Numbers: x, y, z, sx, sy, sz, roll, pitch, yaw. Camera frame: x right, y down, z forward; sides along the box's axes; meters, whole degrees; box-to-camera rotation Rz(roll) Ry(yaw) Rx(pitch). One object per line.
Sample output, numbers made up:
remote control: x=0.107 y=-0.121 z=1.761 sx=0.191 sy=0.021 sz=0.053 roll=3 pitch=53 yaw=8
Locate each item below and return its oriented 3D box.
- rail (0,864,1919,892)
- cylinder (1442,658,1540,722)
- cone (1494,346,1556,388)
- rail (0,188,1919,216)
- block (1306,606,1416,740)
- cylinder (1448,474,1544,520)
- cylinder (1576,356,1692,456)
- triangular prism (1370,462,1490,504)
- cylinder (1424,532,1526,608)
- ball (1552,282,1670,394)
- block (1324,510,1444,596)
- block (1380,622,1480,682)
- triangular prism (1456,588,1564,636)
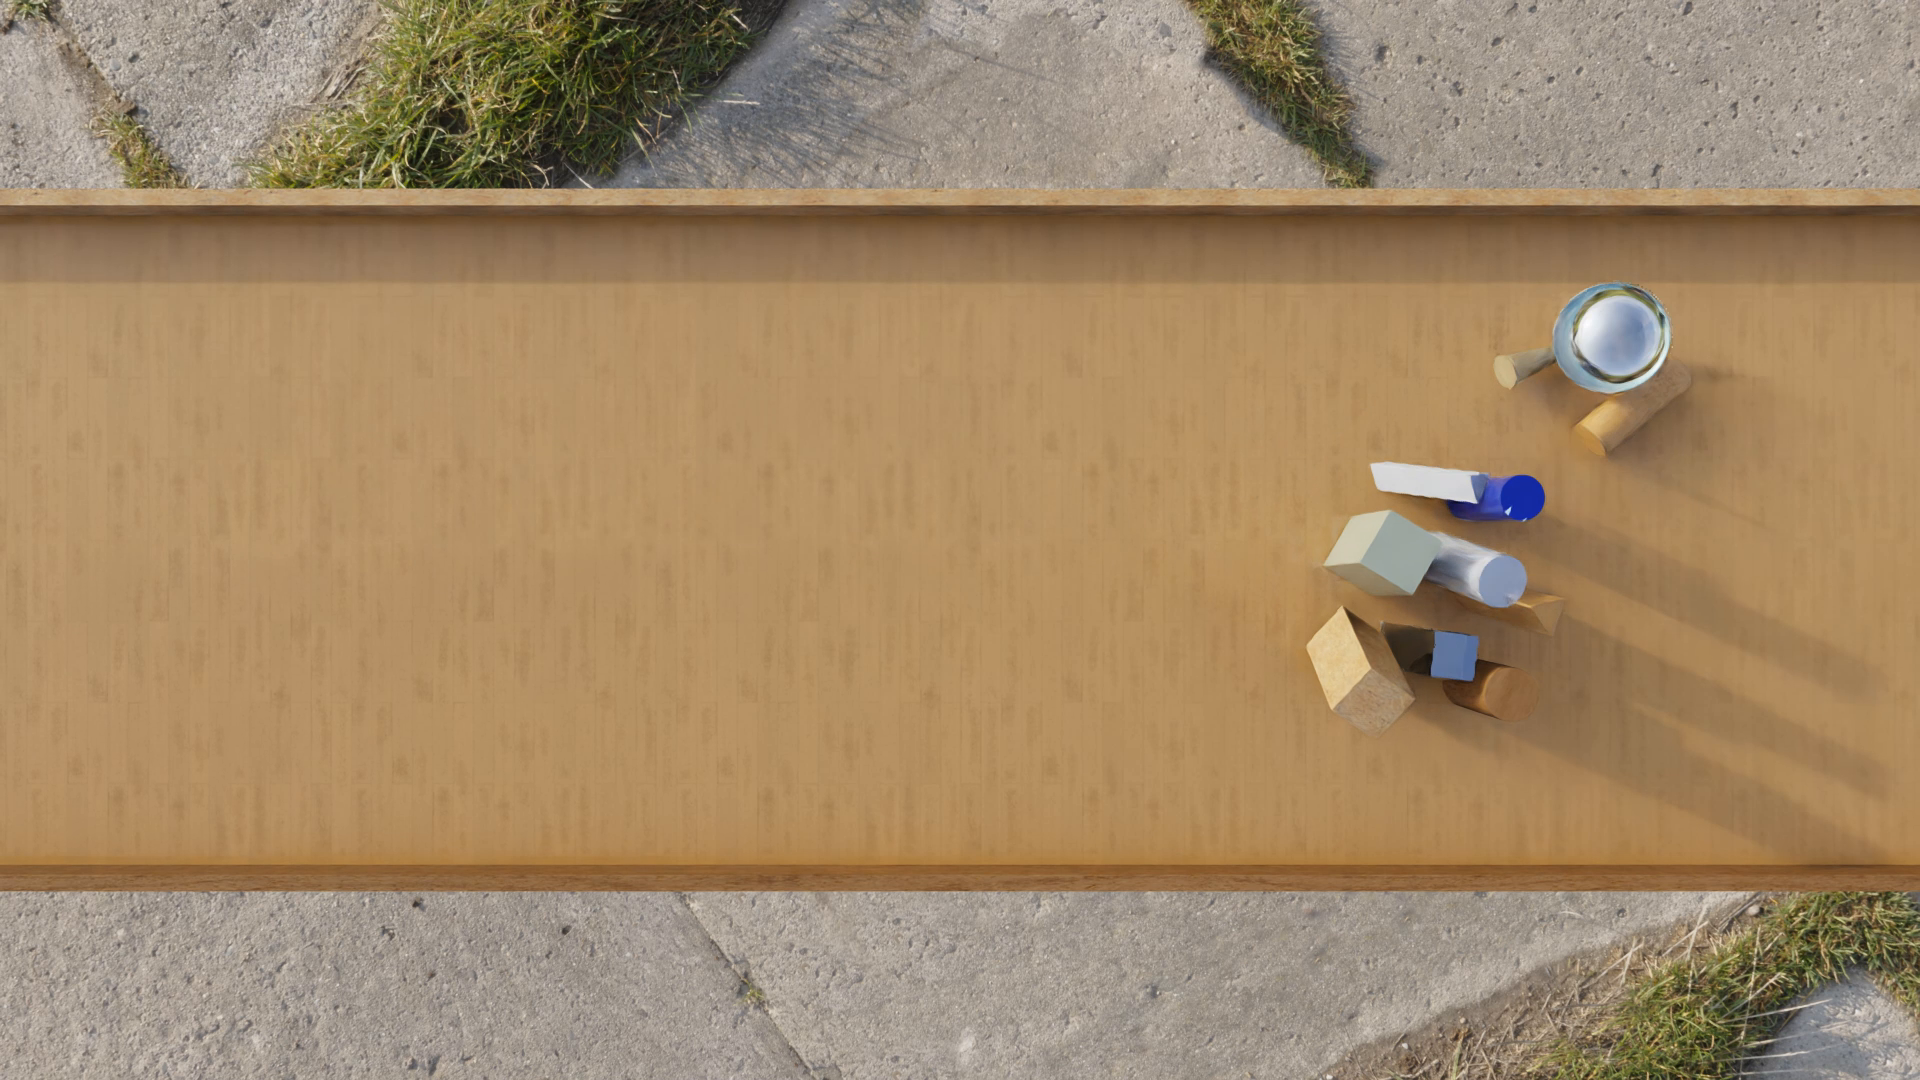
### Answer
rail: x=-2.247 y=1.025 z=5.001 sx=12.000 sy=0.150 sz=0.050 roll=0 pitch=90 yaw=0
cylinder: x=1.562 y=0.438 z=4.871 sx=0.155 sy=0.410 sz=0.155 roll=0 pitch=90 yaw=0
cone: x=1.809 y=-0.567 z=5.033 sx=0.354 sy=0.104 sz=0.104 roll=-20 pitch=90 yaw=-14
rail: x=-2.247 y=-1.025 z=5.002 sx=12.000 sy=0.150 sz=0.050 roll=0 pitch=90 yaw=0
block: x=1.172 y=0.386 z=4.852 sx=0.168 sy=0.387 sz=0.168 roll=34 pitch=110 yaw=-14
cylinder: x=1.578 y=-0.122 z=4.871 sx=0.130 sy=0.401 sz=0.130 roll=0 pitch=91 yaw=-5
cylinder: x=2.045 y=-0.410 z=5.012 sx=0.337 sy=0.126 sz=0.126 roll=-40 pitch=90 yaw=0
triangular prism: x=1.403 y=-0.191 z=4.920 sx=0.083 sy=0.354 sz=0.096 roll=-39 pitch=119 yaw=-27
cylinder: x=1.495 y=0.084 z=4.870 sx=0.153 sy=0.385 sz=0.153 roll=-3 pitch=101 yaw=-14
ball: x=1.911 y=-0.593 z=4.843 sx=0.324 sy=0.324 sz=0.324 roll=0 pitch=90 yaw=0
block: x=1.244 y=0.042 z=4.874 sx=0.177 sy=0.393 sz=0.177 roll=31 pitch=87 yaw=-1
block: x=1.373 y=0.326 z=4.866 sx=0.130 sy=0.407 sz=0.130 roll=7 pitch=90 yaw=-7
triangular prism: x=1.621 y=0.172 z=4.864 sx=0.095 sy=0.424 sz=0.110 roll=-41 pitch=106 yaw=-7
